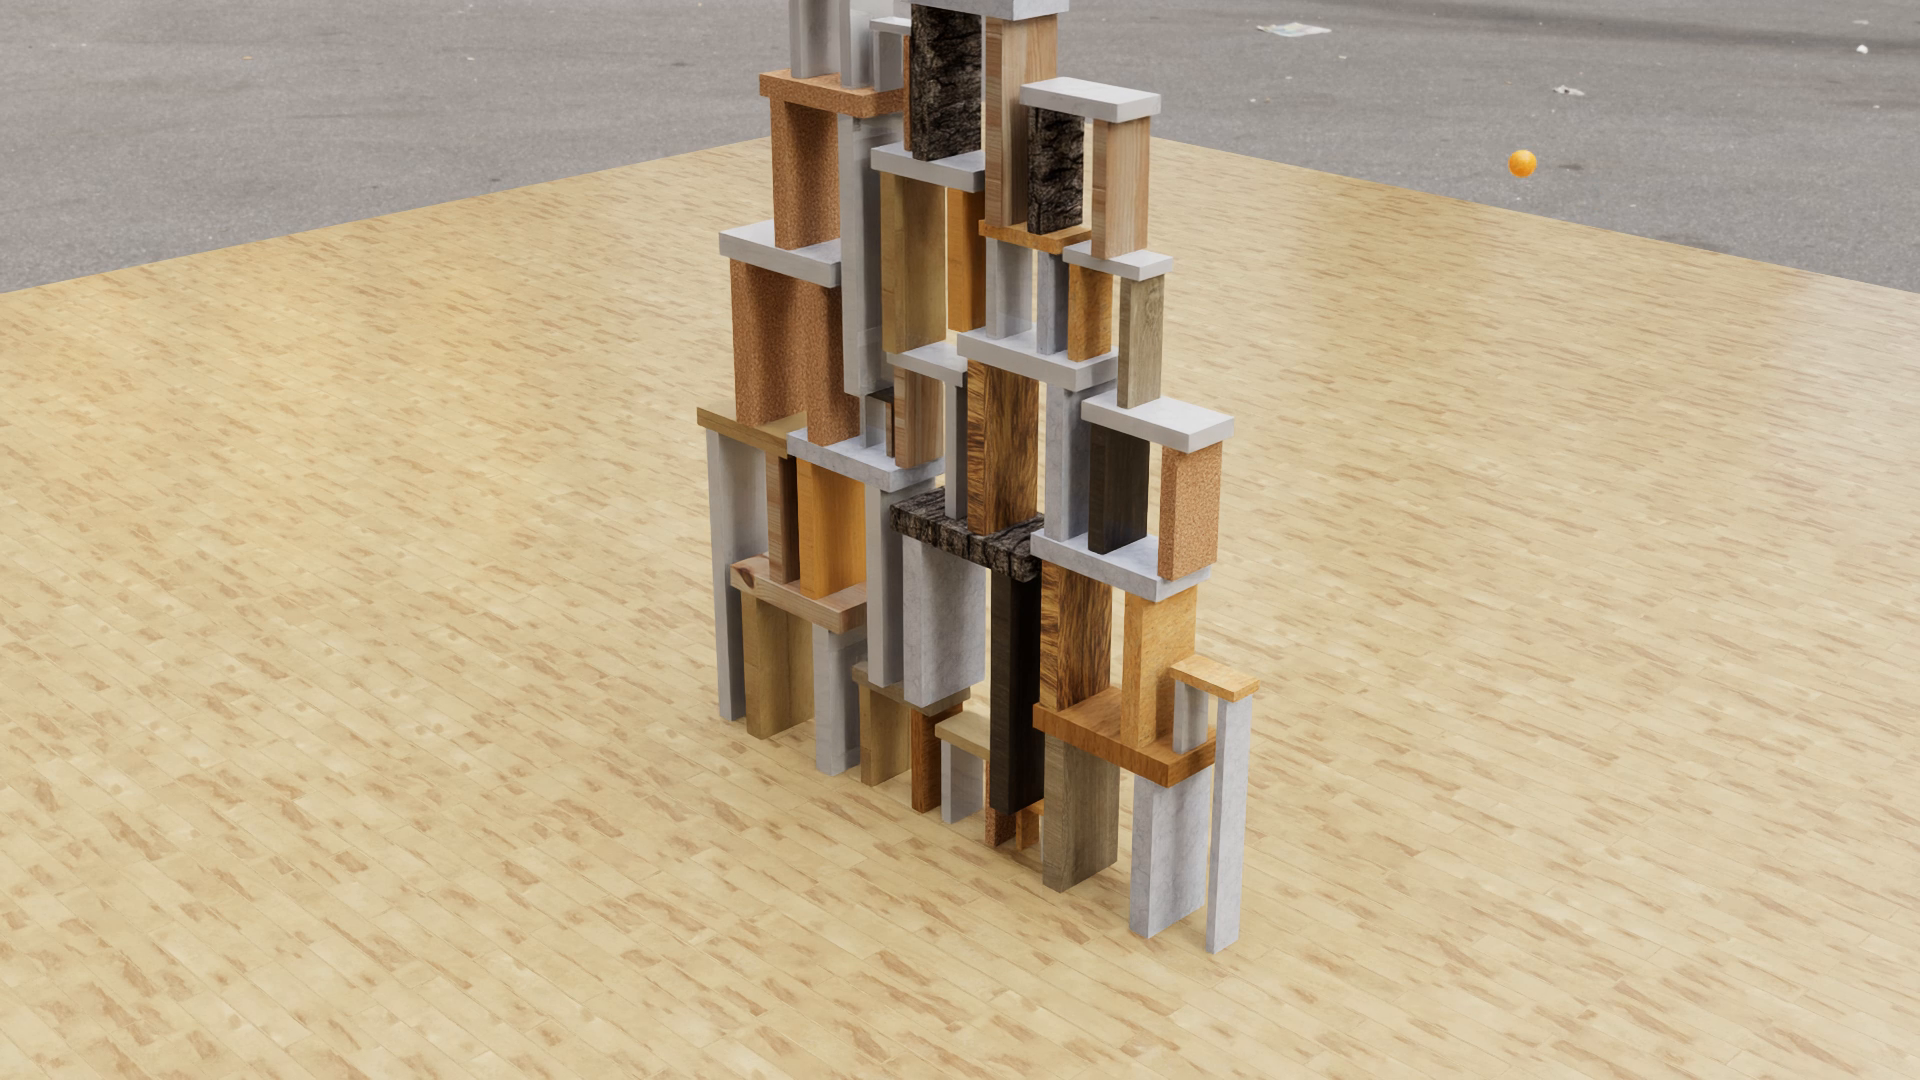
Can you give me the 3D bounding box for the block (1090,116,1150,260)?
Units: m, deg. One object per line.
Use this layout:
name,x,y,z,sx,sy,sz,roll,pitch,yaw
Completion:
block,0.269,-0.596,3.687,0.031,0.233,0.109,20,30,41

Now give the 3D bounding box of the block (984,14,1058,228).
block,0.105,-0.731,3.807,0.136,0.359,0.039,-21,31,-41

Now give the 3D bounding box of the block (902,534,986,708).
block,-0.029,0.135,4.320,0.178,0.356,0.050,-21,31,-41

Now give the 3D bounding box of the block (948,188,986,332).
block,0.037,-0.517,3.970,0.130,0.261,0.037,-21,31,-41

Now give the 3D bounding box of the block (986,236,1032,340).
block,0.088,-0.458,3.928,0.026,0.185,0.093,21,31,41

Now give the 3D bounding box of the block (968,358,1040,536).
block,0.080,-0.187,4.063,0.145,0.337,0.041,-21,31,-40

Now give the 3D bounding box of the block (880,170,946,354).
block,-0.086,-0.527,4.098,0.130,0.342,0.037,-21,31,-40

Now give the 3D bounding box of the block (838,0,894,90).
block,-0.170,-0.936,4.010,0.106,0.212,0.030,-21,31,-40

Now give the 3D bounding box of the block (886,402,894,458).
block,-0.118,-0.220,4.264,0.056,0.112,0.016,-21,31,-40

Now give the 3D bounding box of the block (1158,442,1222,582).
block,0.394,-0.060,3.770,0.034,0.240,0.120,21,31,41

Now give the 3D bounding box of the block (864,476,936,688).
block,-0.116,0.072,4.374,0.150,0.428,0.043,-21,31,-41

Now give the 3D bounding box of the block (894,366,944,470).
block,-0.078,-0.246,4.208,0.102,0.203,0.029,-21,31,-41

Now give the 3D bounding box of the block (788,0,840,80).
block,-0.269,-0.975,4.103,0.106,0.211,0.030,-21,31,-40

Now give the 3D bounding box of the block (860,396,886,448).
block,-0.170,-0.241,4.313,0.056,0.112,0.016,-21,31,-40

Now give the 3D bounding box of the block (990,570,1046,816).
block,0.138,0.268,4.194,0.178,0.501,0.050,-21,31,-40

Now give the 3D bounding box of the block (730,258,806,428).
block,-0.382,-0.416,4.467,0.047,0.347,0.165,21,31,41

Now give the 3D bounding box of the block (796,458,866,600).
block,-0.258,-0.042,4.480,0.043,0.301,0.150,21,31,41

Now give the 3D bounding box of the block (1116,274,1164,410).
block,0.308,-0.344,3.748,0.024,0.230,0.086,21,31,41

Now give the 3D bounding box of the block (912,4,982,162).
block,-0.023,-0.821,3.909,0.039,0.273,0.136,21,31,41

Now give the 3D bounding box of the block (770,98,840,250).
block,-0.293,-0.716,4.239,0.041,0.290,0.145,21,31,41

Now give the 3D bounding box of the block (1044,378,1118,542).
block,0.217,-0.155,3.927,0.145,0.291,0.041,-21,31,-41

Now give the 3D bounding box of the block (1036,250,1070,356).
block,0.176,-0.424,3.847,0.026,0.185,0.093,21,31,41

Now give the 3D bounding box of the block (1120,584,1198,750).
block,0.355,0.211,3.926,0.042,0.297,0.149,21,31,41

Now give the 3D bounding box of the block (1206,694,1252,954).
block,0.478,0.502,3.917,0.020,0.517,0.072,21,31,41

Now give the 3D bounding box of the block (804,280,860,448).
block,-0.226,-0.363,4.321,0.165,0.330,0.047,-21,31,-41

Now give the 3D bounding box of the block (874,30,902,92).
block,-0.131,-0.872,3.989,0.055,0.111,0.016,-21,31,-40

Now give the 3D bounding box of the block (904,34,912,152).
block,-0.076,-0.808,3.962,0.016,0.207,0.055,21,31,41

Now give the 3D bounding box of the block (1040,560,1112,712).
block,0.215,0.156,4.055,0.042,0.297,0.148,21,31,41

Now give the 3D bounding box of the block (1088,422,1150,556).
block,0.281,-0.105,3.874,0.034,0.240,0.120,21,31,41

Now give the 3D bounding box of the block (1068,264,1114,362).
block,0.226,-0.402,3.812,0.086,0.173,0.024,-21,31,-40

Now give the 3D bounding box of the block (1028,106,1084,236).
block,0.165,-0.643,3.780,0.031,0.219,0.109,21,30,40

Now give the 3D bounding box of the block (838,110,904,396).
block,-0.158,-0.547,4.161,0.145,0.539,0.041,-21,31,-40

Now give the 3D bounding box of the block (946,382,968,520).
block,0.018,-0.179,4.133,0.102,0.268,0.029,-21,31,-41

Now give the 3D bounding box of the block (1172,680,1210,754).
block,0.411,0.303,3.906,0.020,0.143,0.072,21,31,41
